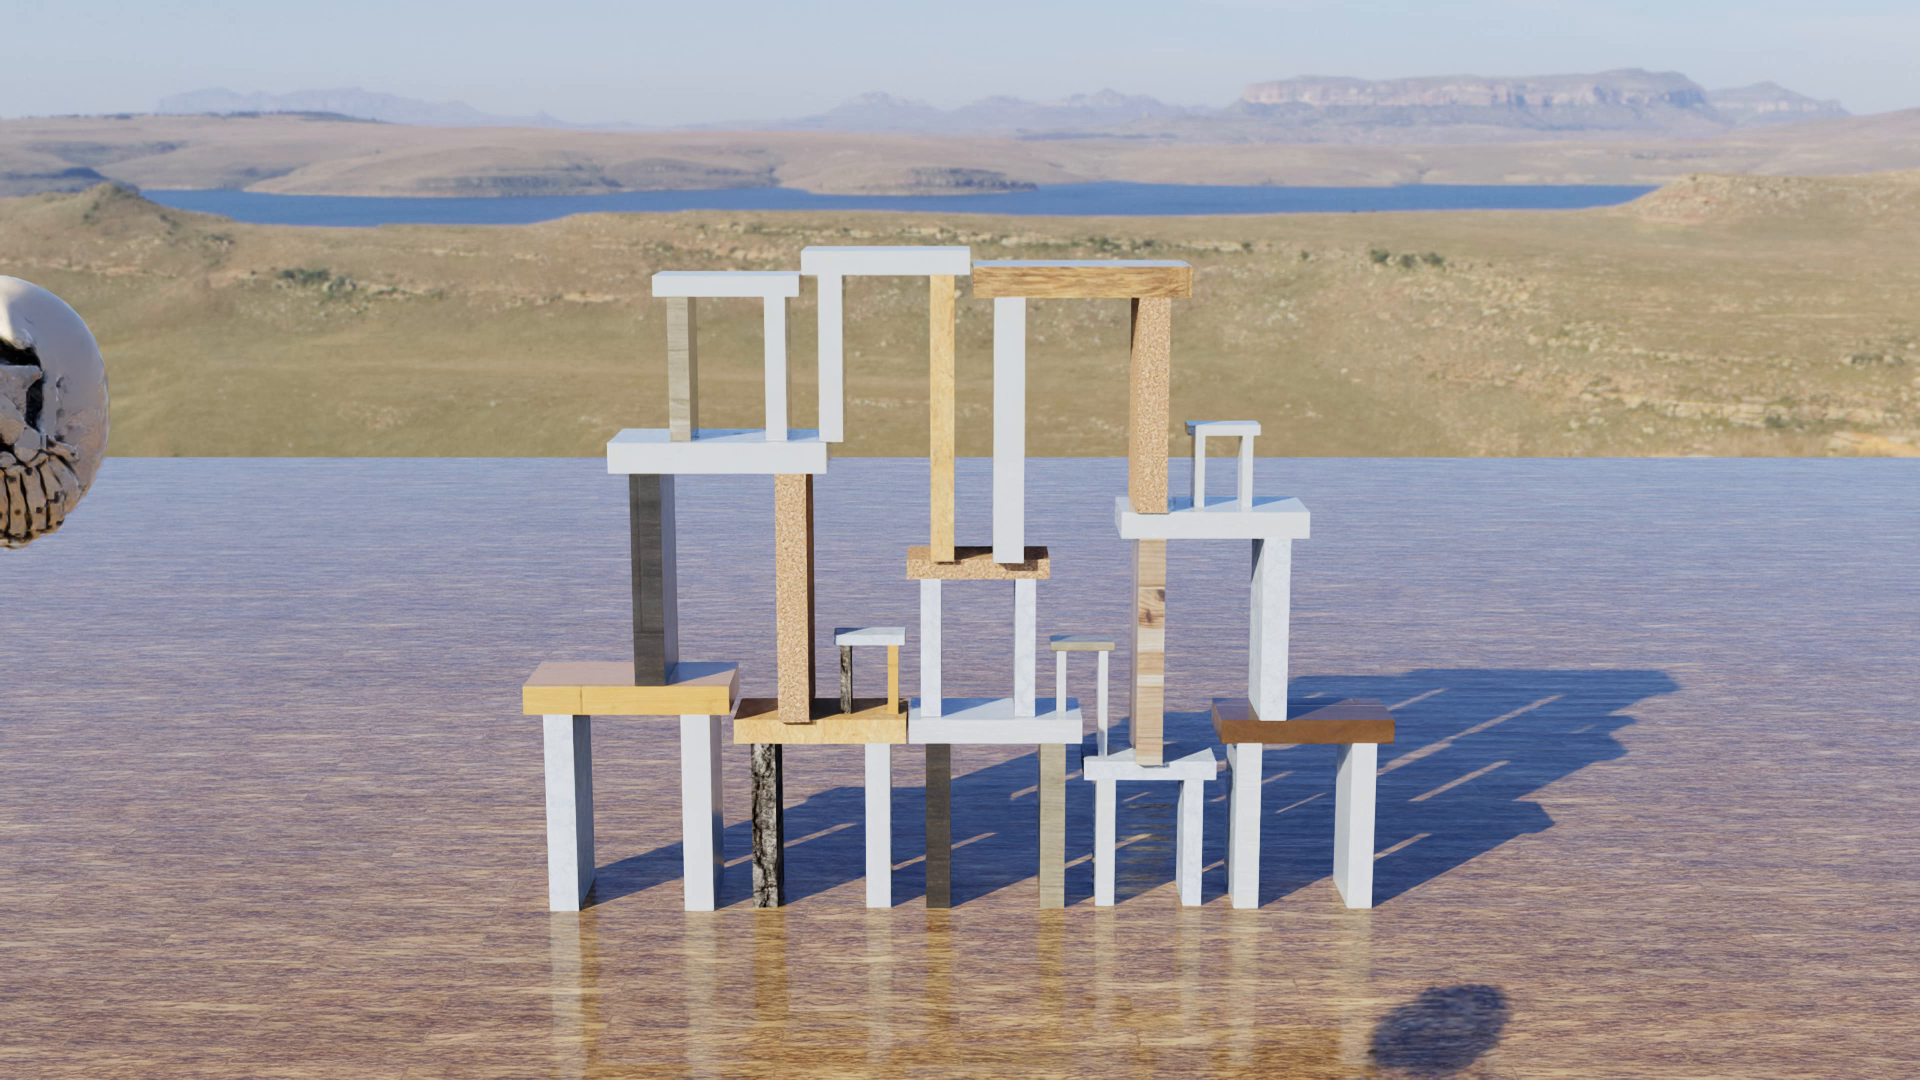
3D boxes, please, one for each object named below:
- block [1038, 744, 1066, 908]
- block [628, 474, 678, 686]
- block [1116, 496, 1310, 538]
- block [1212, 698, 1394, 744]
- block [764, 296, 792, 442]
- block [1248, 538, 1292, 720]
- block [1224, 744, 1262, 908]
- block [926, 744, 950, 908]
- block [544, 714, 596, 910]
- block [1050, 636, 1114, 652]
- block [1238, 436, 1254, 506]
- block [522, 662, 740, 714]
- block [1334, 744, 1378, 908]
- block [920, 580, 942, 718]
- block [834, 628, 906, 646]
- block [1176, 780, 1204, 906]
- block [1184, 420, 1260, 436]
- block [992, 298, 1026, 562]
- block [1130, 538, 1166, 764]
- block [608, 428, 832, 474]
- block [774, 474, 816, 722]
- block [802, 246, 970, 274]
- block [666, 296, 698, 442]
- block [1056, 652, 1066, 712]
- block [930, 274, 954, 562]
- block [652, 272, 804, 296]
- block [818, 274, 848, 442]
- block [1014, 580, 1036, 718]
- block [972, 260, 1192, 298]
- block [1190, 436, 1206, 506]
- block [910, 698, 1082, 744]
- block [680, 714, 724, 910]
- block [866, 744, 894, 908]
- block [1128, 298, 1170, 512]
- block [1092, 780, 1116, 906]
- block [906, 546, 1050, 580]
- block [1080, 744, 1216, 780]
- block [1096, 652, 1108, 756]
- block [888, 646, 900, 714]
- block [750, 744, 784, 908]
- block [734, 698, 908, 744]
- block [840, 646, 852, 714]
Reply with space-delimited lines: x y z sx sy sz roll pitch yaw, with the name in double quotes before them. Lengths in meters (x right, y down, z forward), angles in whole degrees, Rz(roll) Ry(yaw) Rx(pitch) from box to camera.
"block" 0.151 0.453 3.643 0.040 0.279 0.140 0 11 0
"block" -0.496 0.049 3.573 0.049 0.344 0.172 0 11 0
"block" 0.405 -0.037 3.552 0.298 0.042 0.149 0 11 0
"block" 0.561 0.296 3.613 0.279 0.040 0.140 0 11 0
"block" -0.289 -0.278 3.504 0.032 0.228 0.114 0 11 0
"block" 0.504 0.130 3.583 0.042 0.298 0.149 0 11 0
"block" 0.468 0.453 3.643 0.040 0.279 0.140 0 11 0
"block" -0.035 0.453 3.643 0.040 0.279 0.140 0 11 0
"block" -0.645 0.428 3.639 0.047 0.330 0.165 0 11 0
"block" 0.199 0.168 3.593 0.103 0.015 0.051 0 11 0
"block" 0.460 -0.115 3.542 0.016 0.115 0.058 0 11 0
"block" -0.535 0.242 3.604 0.330 0.047 0.165 0 11 0
"block" 0.654 0.453 3.643 0.040 0.279 0.140 0 11 0
"block" -0.047 0.164 3.593 0.032 0.228 0.114 0 11 0
"block" -0.147 0.157 3.586 0.115 0.016 0.058 0 11 0
"block" 0.381 0.485 3.645 0.030 0.214 0.107 0 11 0
"block" 0.421 -0.180 3.531 0.115 0.016 0.058 0 11 0
"block" 0.077 -0.185 3.528 0.048 0.419 0.169 0 11 0
"block" 0.305 0.167 3.590 0.042 0.372 0.149 0 11 0
"block" -0.382 -0.144 3.538 0.344 0.049 0.172 0 11 0
"block" -0.267 0.079 3.579 0.049 0.403 0.172 0 11 0
"block" -0.115 -0.442 3.474 0.262 0.037 0.131 0 11 0
"block" -0.441 -0.278 3.503 0.032 0.228 0.114 0 11 0
"block" 0.165 0.226 3.604 0.015 0.103 0.051 0 11 0
"block" -0.028 -0.201 3.519 0.037 0.453 0.131 0 11 0
"block" -0.365 -0.406 3.480 0.228 0.032 0.114 0 11 0
"block" -0.202 -0.295 3.502 0.037 0.262 0.131 0 11 0
"block" 0.105 0.164 3.594 0.032 0.228 0.114 0 10 0
"block" 0.190 -0.414 3.485 0.338 0.048 0.169 0 11 0
"block" 0.383 -0.115 3.542 0.016 0.115 0.058 0 11 0
"block" 0.058 0.296 3.614 0.279 0.040 0.140 0 11 0
"block" -0.425 0.428 3.639 0.047 0.330 0.165 0 11 0
"block" -0.133 0.453 3.646 0.039 0.278 0.139 0 11 0
"block" 0.303 -0.224 3.521 0.048 0.338 0.169 0 11 0
"block" 0.238 0.485 3.645 0.030 0.214 0.107 0 11 0
"block" 0.029 0.037 3.569 0.228 0.032 0.114 0 11 0
"block" 0.309 0.365 3.623 0.214 0.030 0.107 0 11 0
"block" 0.234 0.262 3.610 0.015 0.177 0.051 0 11 0
"block" -0.109 0.222 3.598 0.016 0.115 0.058 0 11 0
"block" -0.319 0.453 3.646 0.039 0.278 0.139 0 11 0
"block" -0.226 0.297 3.617 0.278 0.039 0.139 0 11 0
"block" -0.186 0.222 3.598 0.016 0.115 0.058 0 11 0
